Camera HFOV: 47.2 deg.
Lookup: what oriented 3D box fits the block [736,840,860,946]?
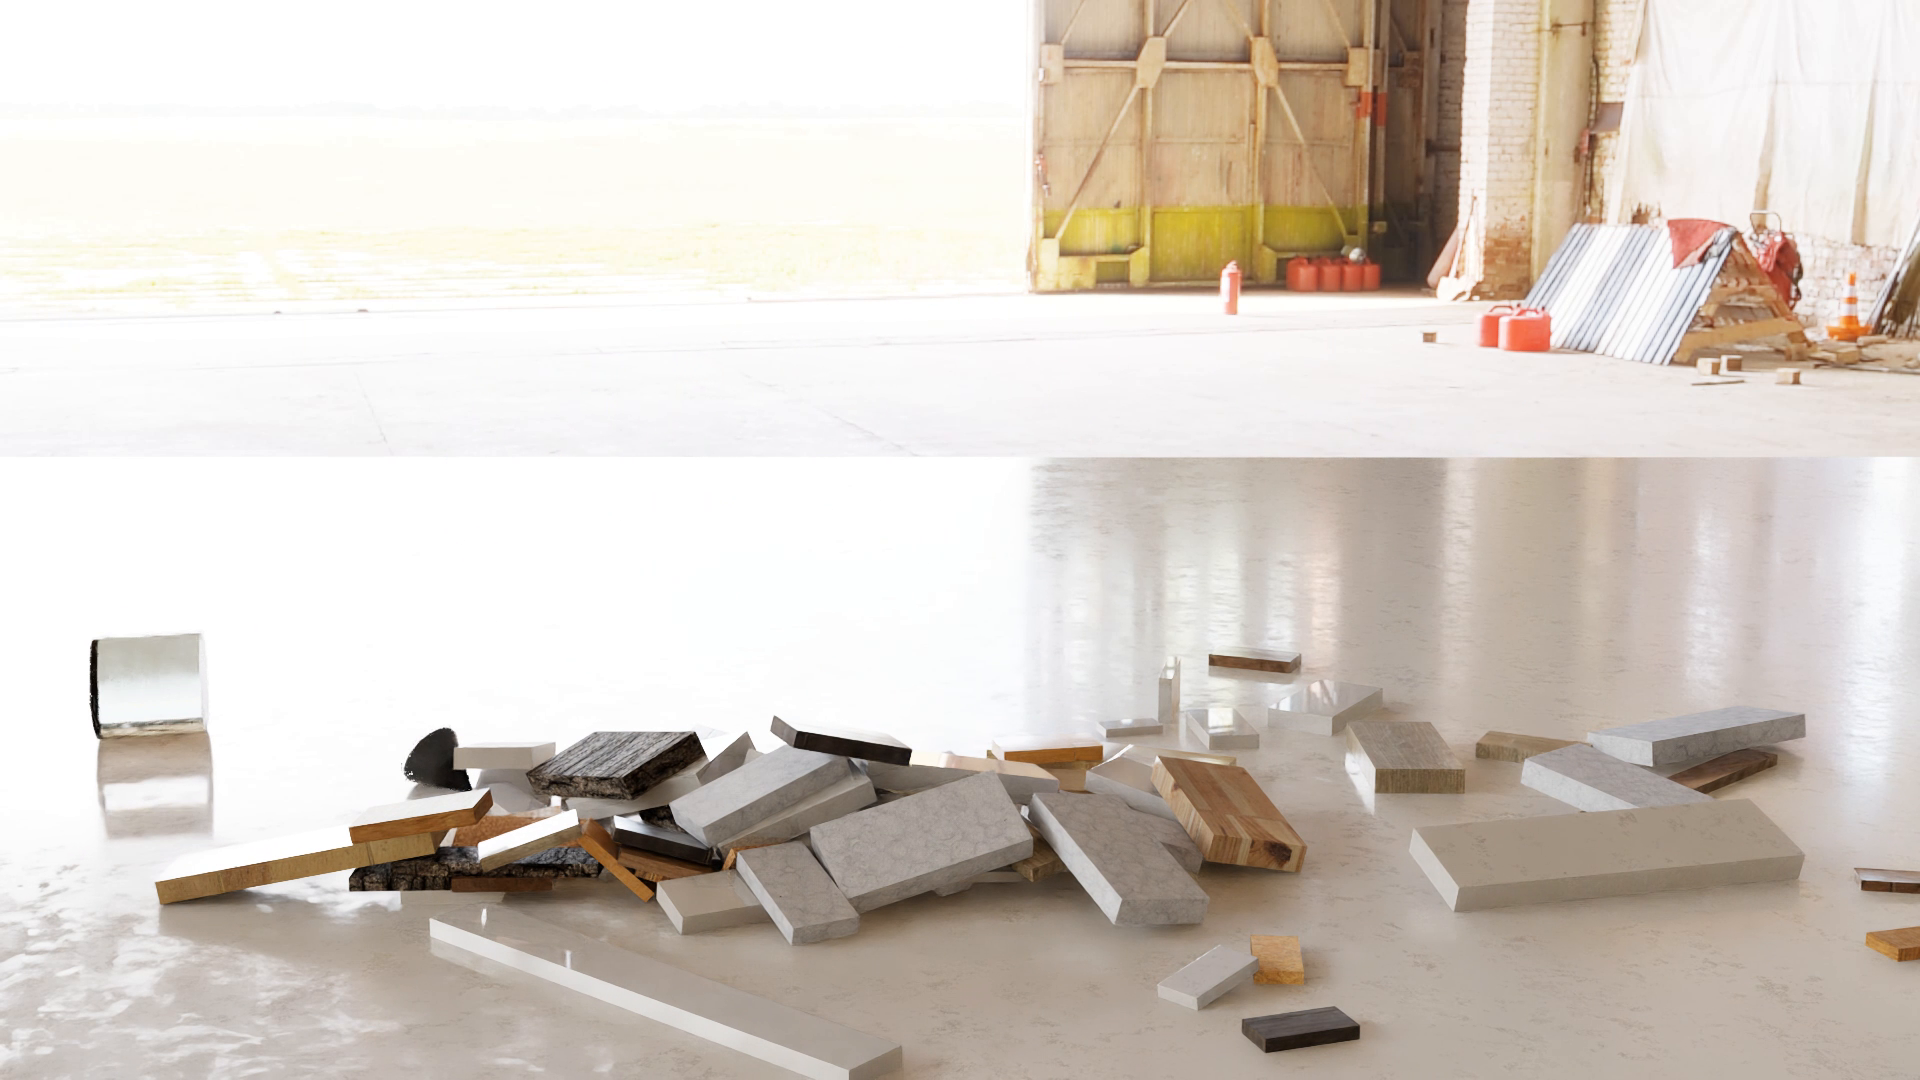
[{"bbox_3d":[-0.263,0.567,3.543,0.115,0.033,0.230,-6,27,-28],"label":"block"}]

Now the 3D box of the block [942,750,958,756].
[{"bbox_3d":[-0.058,0.449,4.295,0.127,0.018,0.063,-17,24,-24],"label":"block"}]

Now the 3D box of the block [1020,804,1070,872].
[{"bbox_3d":[0.188,0.519,3.867,0.131,0.037,0.263,8,12,-7],"label":"block"}]

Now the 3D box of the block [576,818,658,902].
[{"bbox_3d":[-0.568,0.530,3.650,0.154,0.022,0.077,43,7,-10],"label":"block"}]

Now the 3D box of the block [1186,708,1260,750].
[{"bbox_3d":[0.551,0.397,4.627,0.106,0.030,0.212,-1,11,-7],"label":"block"}]

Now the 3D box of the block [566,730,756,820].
[{"bbox_3d":[-0.545,0.432,4.007,0.330,0.047,0.165,-15,15,35],"label":"block"}]

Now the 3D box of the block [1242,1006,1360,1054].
[{"bbox_3d":[0.479,0.687,3.089,0.147,0.021,0.073,-4,11,-19],"label":"block"}]

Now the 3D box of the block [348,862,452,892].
[{"bbox_3d":[-0.923,0.558,3.652,0.164,0.023,0.082,0,11,-2],"label":"block"}]

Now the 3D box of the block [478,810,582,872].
[{"bbox_3d":[-0.706,0.493,3.613,0.166,0.024,0.083,-19,14,-9],"label":"block"}]

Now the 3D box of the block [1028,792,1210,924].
[{"bbox_3d":[0.257,0.521,3.621,0.165,0.047,0.330,4,22,-27],"label":"block"}]

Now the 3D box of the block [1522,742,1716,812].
[{"bbox_3d":[1.230,0.470,4.047,0.173,0.049,0.346,-8,22,-39],"label":"block"}]

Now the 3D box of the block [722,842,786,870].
[{"bbox_3d":[-0.332,0.532,3.656,0.118,0.059,0.017,-1,45,-32],"label":"block"}]

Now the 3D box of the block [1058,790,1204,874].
[{"bbox_3d":[0.293,0.507,3.835,0.263,0.037,0.131,15,12,3],"label":"block"}]

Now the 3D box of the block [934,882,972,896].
[{"bbox_3d":[-0.066,0.537,3.685,0.170,0.024,0.085,30,18,29],"label":"block"}]

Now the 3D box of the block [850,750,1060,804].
[{"bbox_3d":[-0.014,0.417,3.907,0.345,0.049,0.172,8,2,-13],"label":"block"}]

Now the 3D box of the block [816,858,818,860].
[{"bbox_3d":[-0.222,0.546,3.828,0.102,0.029,0.204,-7,12,-32],"label":"block"}]

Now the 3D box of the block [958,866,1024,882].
[{"bbox_3d":[0.033,0.547,3.698,0.146,0.021,0.073,8,21,-42],"label":"block"}]

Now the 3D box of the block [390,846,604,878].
[{"bbox_3d":[-0.764,0.534,3.652,0.342,0.024,0.083,0,11,2],"label":"block"}]

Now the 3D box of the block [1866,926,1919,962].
[{"bbox_3d":[1.495,0.626,3.420,0.147,0.021,0.073,-3,11,-17],"label":"block"}]

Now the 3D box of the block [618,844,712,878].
[{"bbox_3d":[-0.487,0.530,3.630,0.154,0.022,0.077,16,10,-11],"label":"block"}]

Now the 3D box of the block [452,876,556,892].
[{"bbox_3d":[-0.754,0.558,3.648,0.164,0.023,0.082,-1,11,-3],"label":"block"}]

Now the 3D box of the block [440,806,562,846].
[{"bbox_3d":[-0.811,0.521,3.883,0.221,0.031,0.110,-9,14,-14],"label":"block"}]

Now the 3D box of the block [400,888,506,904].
[{"bbox_3d":[-0.841,0.580,3.660,0.164,0.023,0.082,-1,11,-4],"label":"block"}]

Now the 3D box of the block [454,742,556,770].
[{"bbox_3d":[-0.884,0.419,4.289,0.146,0.041,0.292,0,-3,-1],"label":"block"}]

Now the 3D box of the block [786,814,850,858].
[{"bbox_3d":[-0.216,0.503,3.741,0.170,0.024,0.085,-7,19,-33],"label":"block"}]

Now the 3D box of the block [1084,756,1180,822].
[{"bbox_3d":[0.377,0.472,4.074,0.263,0.037,0.131,18,17,30],"label":"block"}]

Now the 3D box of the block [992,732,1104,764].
[{"bbox_3d":[0.172,0.411,4.329,0.200,0.028,0.100,-2,11,-13],"label":"block"}]

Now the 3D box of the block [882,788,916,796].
[{"bbox_3d":[-0.124,0.442,4.120,0.236,0.033,0.118,16,14,30],"label":"block"}]

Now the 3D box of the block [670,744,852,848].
[{"bbox_3d":[-0.340,0.424,3.748,0.279,0.040,0.140,-26,23,-24],"label":"block"}]

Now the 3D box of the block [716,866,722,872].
[{"bbox_3d":[-0.362,0.569,3.667,0.091,0.013,0.045,17,9,-8],"label":"block"}]

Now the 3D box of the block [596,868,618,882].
[{"bbox_3d":[-0.623,0.561,3.780,0.118,0.017,0.059,9,14,39],"label":"block"}]

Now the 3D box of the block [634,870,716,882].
[{"bbox_3d":[-0.460,0.558,3.657,0.154,0.022,0.077,17,10,-4],"label":"block"}]

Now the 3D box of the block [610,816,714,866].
[{"bbox_3d":[-0.495,0.498,3.649,0.167,0.024,0.083,16,3,-12],"label":"block"}]
